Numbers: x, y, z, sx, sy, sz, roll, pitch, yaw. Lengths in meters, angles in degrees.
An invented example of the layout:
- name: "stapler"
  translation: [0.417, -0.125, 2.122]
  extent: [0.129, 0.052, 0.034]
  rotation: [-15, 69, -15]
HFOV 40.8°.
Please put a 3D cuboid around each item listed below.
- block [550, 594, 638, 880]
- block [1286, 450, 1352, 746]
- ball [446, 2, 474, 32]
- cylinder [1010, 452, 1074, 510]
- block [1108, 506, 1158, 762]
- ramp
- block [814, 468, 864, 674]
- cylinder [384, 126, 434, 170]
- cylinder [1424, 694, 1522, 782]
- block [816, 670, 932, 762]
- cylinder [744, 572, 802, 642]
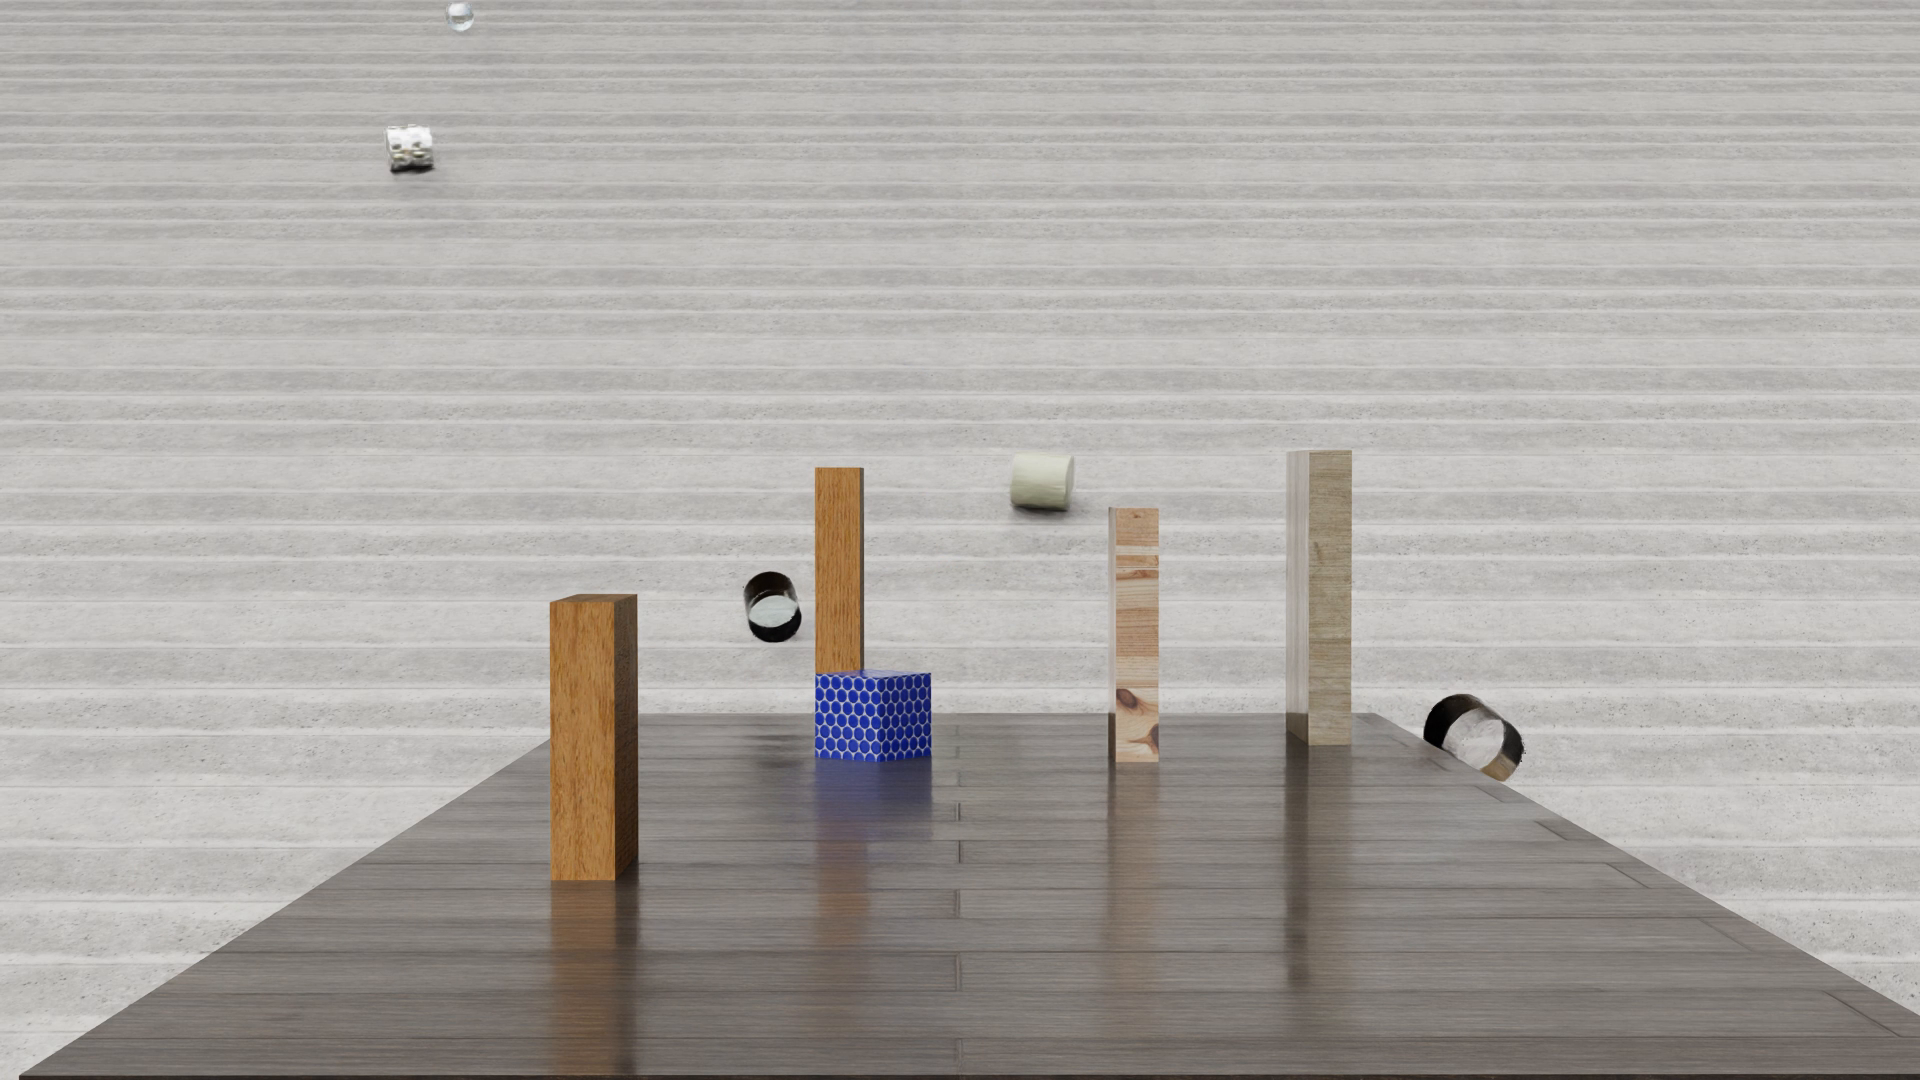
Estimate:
- name: "block"
  translation: [-0.559, 0.295, 3.962]
  extent: [0.095, 0.412, 0.283]
  rotation: [0, 1, 0]
- name: "block"
  translation: [0.827, 0.124, 5.962]
  extent: [0.095, 0.660, 0.401]
  rotation: [0, 1, 0]
- name: "ball"
  translation: [-2.482, -2.594, 12.796]
  extent: [0.137, 0.137, 0.137]
  rotation: [0, 26, 0]
- name: "cylinder"
  translation: [0.251, -0.179, 7.849]
  extent: [0.166, 0.166, 0.166]
  rotation: [5, 27, 11]
- name: "block"
  translation: [0.372, 0.197, 5.555]
  extent: [0.090, 0.534, 0.274]
  rotation: [0, 1, 0]
- name: "ramp"
  translation: [0.059, 0.537, 4.573]
  extent: [2.000, 0.100, 4.000]
  rotation: [0, 1, 0]
- name: "block"
  translation: [-0.268, 0.148, 5.782]
  extent: [0.098, 0.621, 0.267]
  rotation: [0, 1, 0]
- name: "cylinder"
  translation: [-2.311, -1.645, 10.822]
  extent: [0.174, 0.174, 0.174]
  rotation: [-9, 27, -18]
- name: "cylinder"
  translation: [1.167, 0.455, 5.870]
  extent: [0.165, 0.165, 0.165]
  rotation: [-7, 20, -15]
- name: "block"
  translation: [-0.186, 0.375, 5.550]
  extent: [0.178, 0.178, 0.178]
  rotation: [1, 2, 37]
- name: "cylinder"
  translation: [-0.519, 0.185, 7.130]
  extent: [0.147, 0.147, 0.147]
  rotation: [-4, 26, -9]
